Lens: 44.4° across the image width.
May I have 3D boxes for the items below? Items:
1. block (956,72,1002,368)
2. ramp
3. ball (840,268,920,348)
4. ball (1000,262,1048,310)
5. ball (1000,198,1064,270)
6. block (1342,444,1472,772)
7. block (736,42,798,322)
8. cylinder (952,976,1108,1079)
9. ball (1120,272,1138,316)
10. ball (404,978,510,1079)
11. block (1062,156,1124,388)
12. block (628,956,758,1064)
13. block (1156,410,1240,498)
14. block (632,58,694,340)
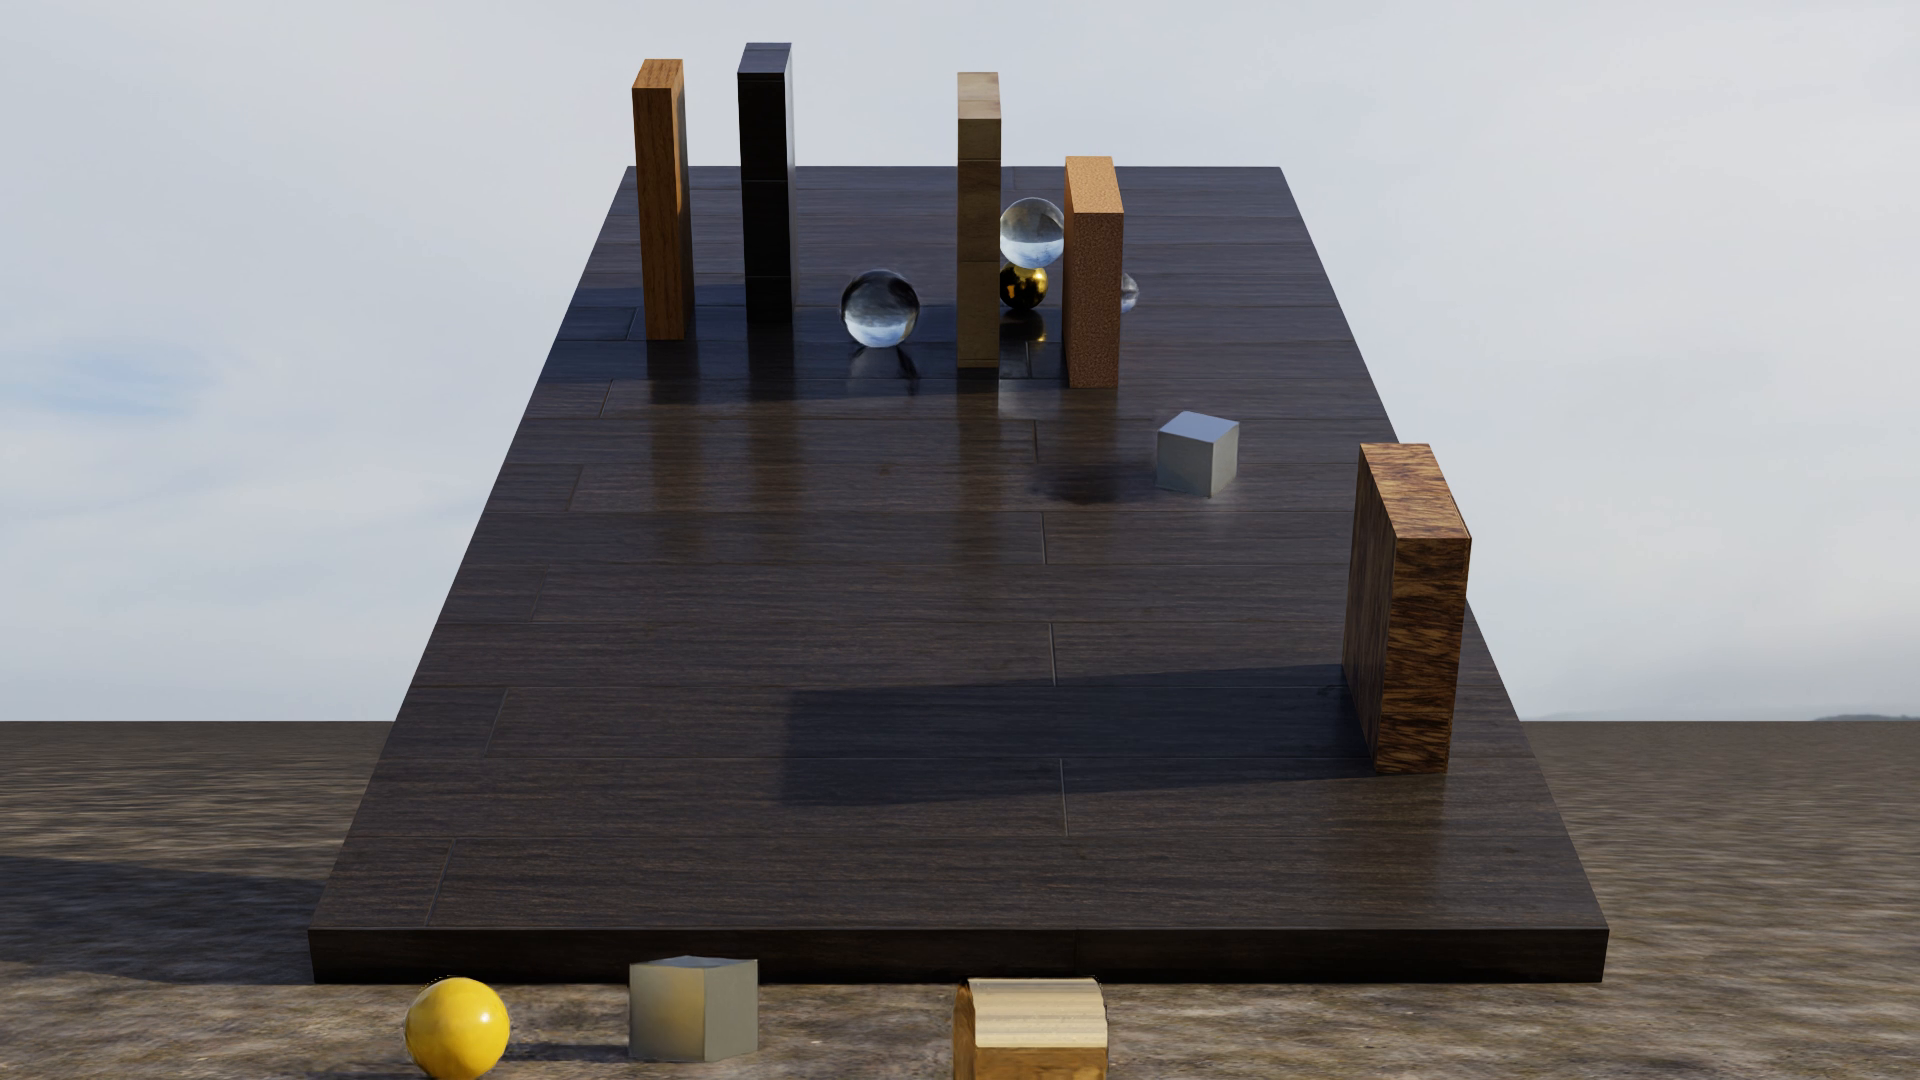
[{"bbox_3d":[0.044,-0.788,5.769,0.101,0.617,0.420,0,26,0],"label":"block"},{"bbox_3d":[-0.010,-0.229,5.436,2.000,0.100,4.000,0,26,0],"label":"ramp"},{"bbox_3d":[-0.198,-0.570,5.800,0.195,0.195,0.195,0,-4,0],"label":"ball"},{"bbox_3d":[0.160,-0.659,6.056,0.135,0.135,0.135,0,-4,0],"label":"ball"},{"bbox_3d":[0.184,-0.775,5.951,0.181,0.181,0.181,0,-4,0],"label":"ball"},{"bbox_3d":[0.773,0.113,4.108,0.122,0.446,0.388,0,26,0],"label":"block"},{"bbox_3d":[-0.484,-0.907,5.979,0.115,0.645,0.297,0,26,0],"label":"block"},{"bbox_3d":[0.072,0.530,2.481,0.138,0.138,0.138,2,-5,-10],"label":"cylinder"},{"bbox_3d":[0.400,-0.631,6.023,0.113,0.113,0.113,0,-4,0],"label":"ball"},{"bbox_3d":[-0.572,0.557,2.676,0.117,0.117,0.117,0,-4,0],"label":"ball"},{"bbox_3d":[0.318,-0.655,5.706,0.114,0.434,0.449,0,26,0],"label":"block"},{"bbox_3d":[-0.327,0.575,2.888,0.112,0.112,0.112,-2,-5,29],"label":"block"},{"bbox_3d":[0.513,-0.185,5.085,0.130,0.130,0.130,15,29,27],"label":"block"},{"bbox_3d":[-0.736,-0.848,5.864,0.094,0.638,0.277,0,26,0],"label":"block"}]
